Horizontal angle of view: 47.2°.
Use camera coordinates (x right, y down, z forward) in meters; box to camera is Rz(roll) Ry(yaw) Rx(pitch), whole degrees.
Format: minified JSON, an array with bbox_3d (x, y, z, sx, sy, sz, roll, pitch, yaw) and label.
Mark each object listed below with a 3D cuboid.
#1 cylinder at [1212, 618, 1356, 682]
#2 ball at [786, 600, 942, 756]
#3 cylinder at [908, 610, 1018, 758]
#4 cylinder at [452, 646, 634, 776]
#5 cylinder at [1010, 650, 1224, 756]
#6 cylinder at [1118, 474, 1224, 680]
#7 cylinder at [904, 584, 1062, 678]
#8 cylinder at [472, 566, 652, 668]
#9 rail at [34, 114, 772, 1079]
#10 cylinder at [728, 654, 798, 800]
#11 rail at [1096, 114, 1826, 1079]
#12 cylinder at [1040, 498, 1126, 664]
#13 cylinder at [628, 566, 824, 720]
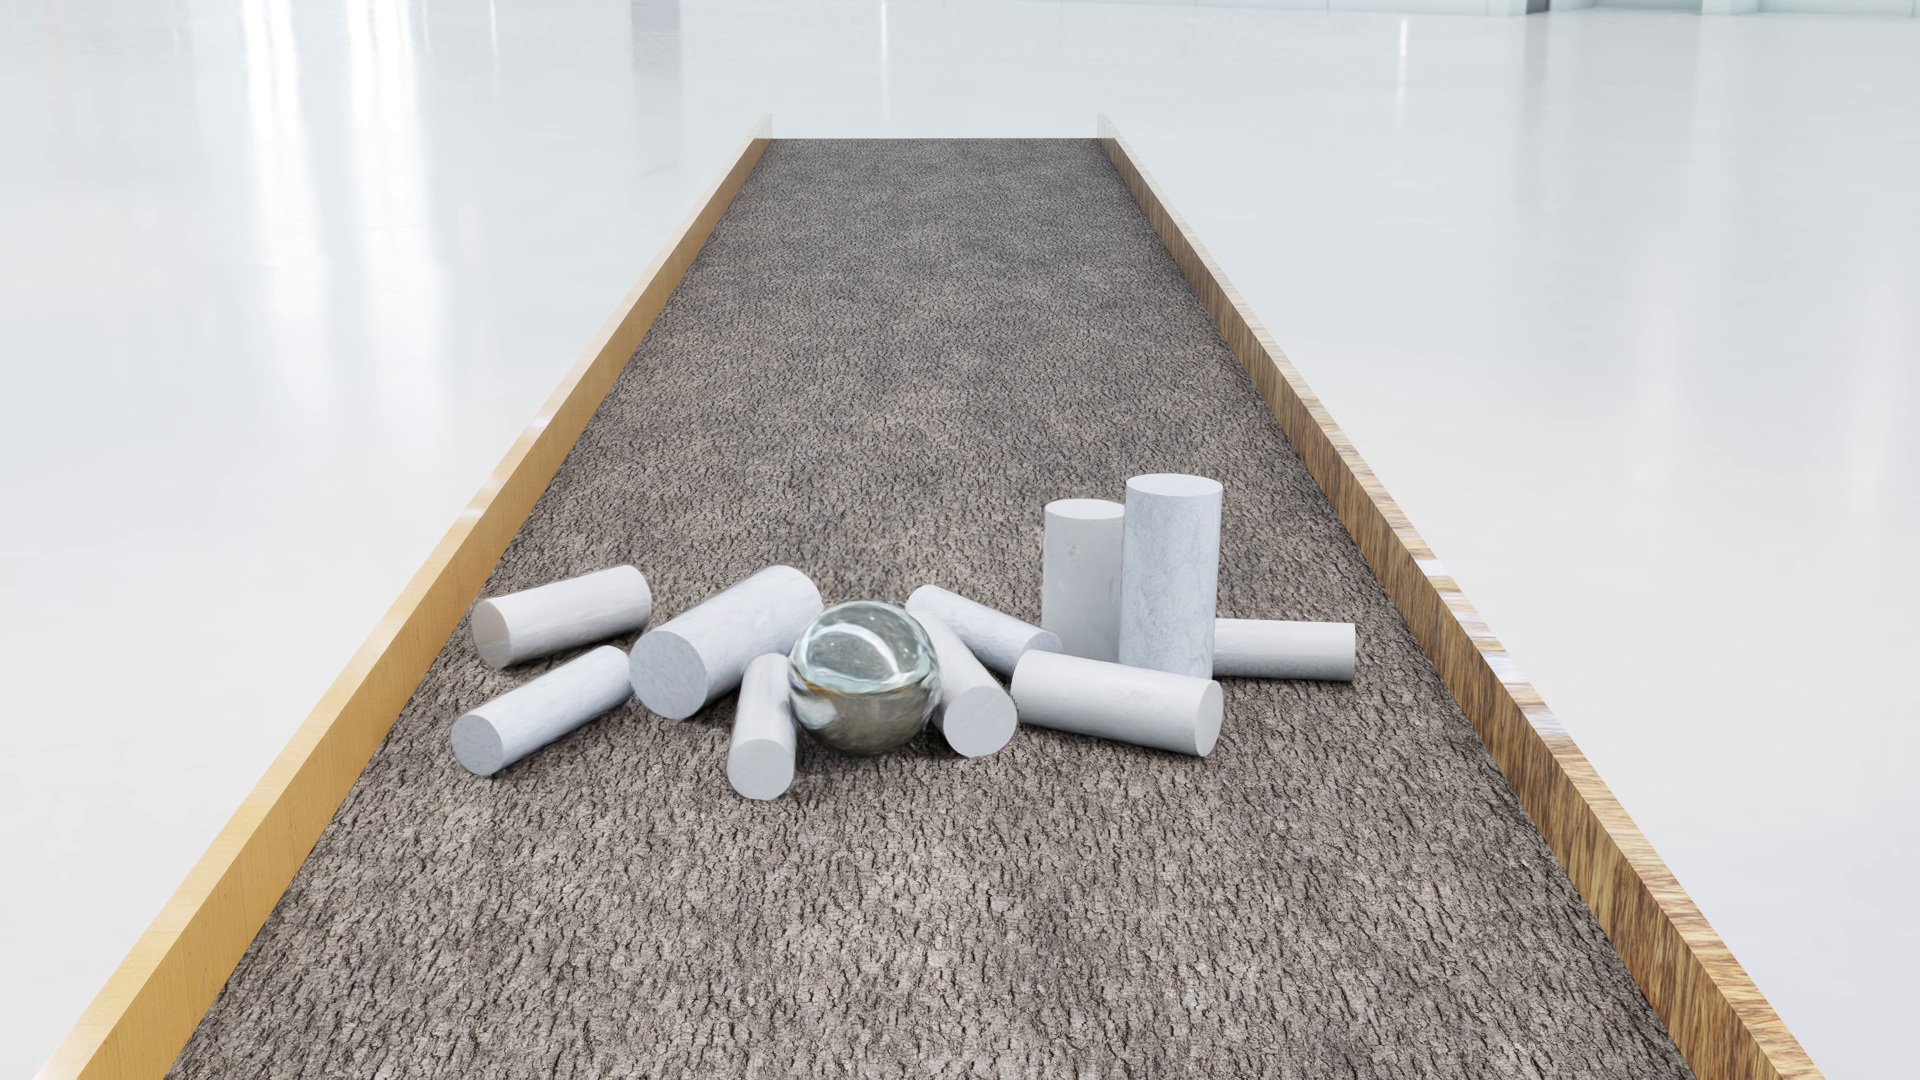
[{"bbox_3d":[0.593,0.213,4.310,0.351,0.114,0.114,2,17,6],"label":"cylinder"},{"bbox_3d":[-0.170,0.245,3.902,0.278,0.278,0.278,0,17,0],"label":"ball"},{"bbox_3d":[-0.024,0.263,4.105,0.136,0.136,0.435,-5,17,-15],"label":"cylinder"},{"bbox_3d":[-0.749,0.306,3.996,0.114,0.114,0.400,8,18,26],"label":"cylinder"},{"bbox_3d":[0.284,0.294,3.996,0.362,0.137,0.137,8,19,26],"label":"cylinder"},{"bbox_3d":[0.394,0.099,4.148,0.180,0.418,0.180,1,15,0],"label":"cylinder"},{"bbox_3d":[0.043,0.189,4.396,0.112,0.112,0.375,-12,20,-35],"label":"cylinder"},{"bbox_3d":[-0.805,0.154,4.466,0.342,0.138,0.138,-16,23,-42],"label":"cylinder"},{"bbox_3d":[-1.118,-0.838,7.780,0.050,0.150,12.000,0,17,-1],"label":"rail"},{"bbox_3d":[-0.345,0.327,3.928,0.113,0.113,0.429,-1,17,-2],"label":"cylinder"},{"bbox_3d":[0.932,-0.844,7.801,0.050,0.150,12.000,0,17,-1],"label":"rail"},{"bbox_3d":[0.246,0.091,4.357,0.167,0.315,0.167,2,14,0],"label":"cylinder"},{"bbox_3d":[-0.447,0.193,4.273,0.174,0.174,0.446,8,18,24],"label":"cylinder"}]
